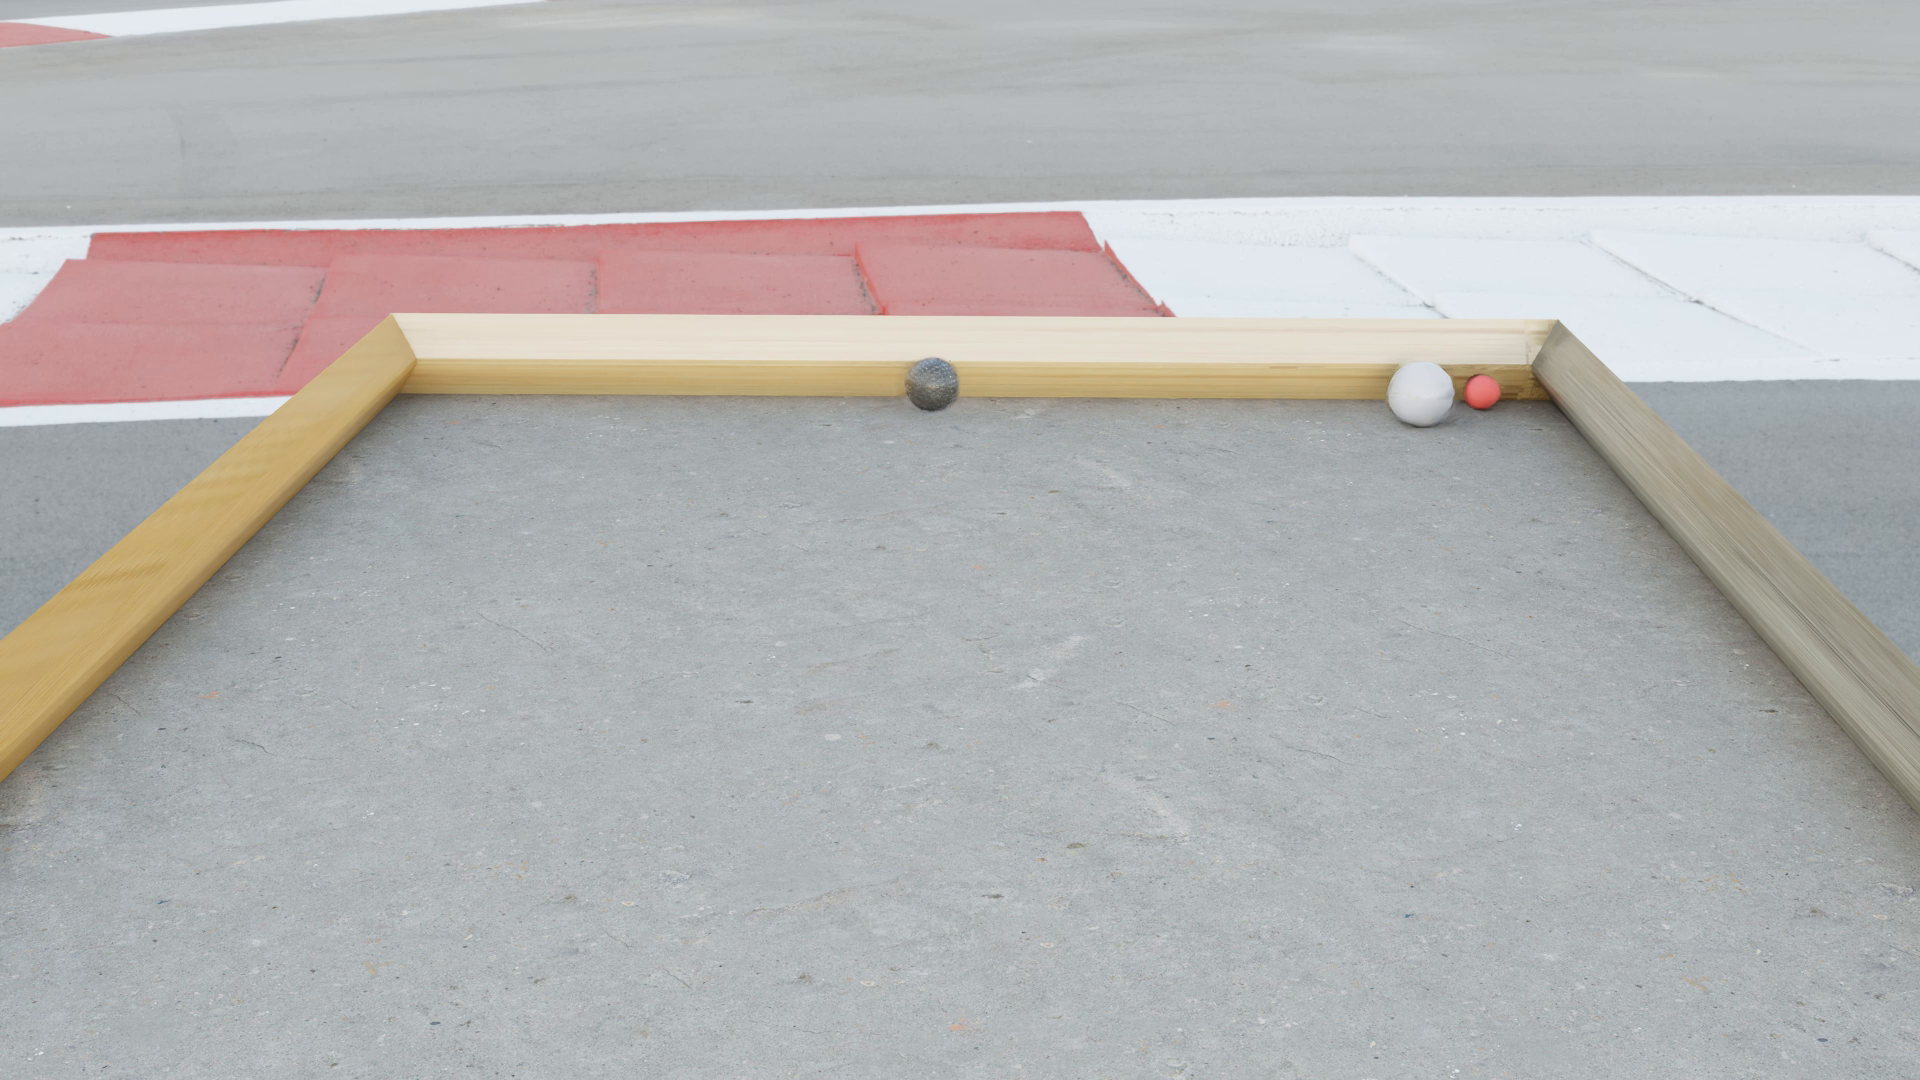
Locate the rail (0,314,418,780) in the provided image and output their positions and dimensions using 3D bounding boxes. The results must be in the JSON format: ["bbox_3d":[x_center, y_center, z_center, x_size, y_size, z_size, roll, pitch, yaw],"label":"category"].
[{"bbox_3d":[-0.849,0.210,1.824,0.045,0.120,3.027,0,19,1],"label":"rail"}]

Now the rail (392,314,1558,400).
[{"bbox_3d":[0.017,-0.263,3.217,1.712,0.120,0.045,0,19,1],"label":"rail"}]

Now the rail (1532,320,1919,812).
[{"bbox_3d":[0.815,0.222,1.789,0.045,0.120,3.027,0,19,1],"label":"rail"}]

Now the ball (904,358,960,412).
[{"bbox_3d":[-0.041,-0.224,3.171,0.078,0.078,0.078,0,19,0],"label":"ball"}]

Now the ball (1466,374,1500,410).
[{"bbox_3d":[0.757,-0.214,3.185,0.050,0.050,0.050,0,19,0],"label":"ball"}]

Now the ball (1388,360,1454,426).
[{"bbox_3d":[0.648,-0.206,3.095,0.092,0.092,0.092,0,19,0],"label":"ball"}]
